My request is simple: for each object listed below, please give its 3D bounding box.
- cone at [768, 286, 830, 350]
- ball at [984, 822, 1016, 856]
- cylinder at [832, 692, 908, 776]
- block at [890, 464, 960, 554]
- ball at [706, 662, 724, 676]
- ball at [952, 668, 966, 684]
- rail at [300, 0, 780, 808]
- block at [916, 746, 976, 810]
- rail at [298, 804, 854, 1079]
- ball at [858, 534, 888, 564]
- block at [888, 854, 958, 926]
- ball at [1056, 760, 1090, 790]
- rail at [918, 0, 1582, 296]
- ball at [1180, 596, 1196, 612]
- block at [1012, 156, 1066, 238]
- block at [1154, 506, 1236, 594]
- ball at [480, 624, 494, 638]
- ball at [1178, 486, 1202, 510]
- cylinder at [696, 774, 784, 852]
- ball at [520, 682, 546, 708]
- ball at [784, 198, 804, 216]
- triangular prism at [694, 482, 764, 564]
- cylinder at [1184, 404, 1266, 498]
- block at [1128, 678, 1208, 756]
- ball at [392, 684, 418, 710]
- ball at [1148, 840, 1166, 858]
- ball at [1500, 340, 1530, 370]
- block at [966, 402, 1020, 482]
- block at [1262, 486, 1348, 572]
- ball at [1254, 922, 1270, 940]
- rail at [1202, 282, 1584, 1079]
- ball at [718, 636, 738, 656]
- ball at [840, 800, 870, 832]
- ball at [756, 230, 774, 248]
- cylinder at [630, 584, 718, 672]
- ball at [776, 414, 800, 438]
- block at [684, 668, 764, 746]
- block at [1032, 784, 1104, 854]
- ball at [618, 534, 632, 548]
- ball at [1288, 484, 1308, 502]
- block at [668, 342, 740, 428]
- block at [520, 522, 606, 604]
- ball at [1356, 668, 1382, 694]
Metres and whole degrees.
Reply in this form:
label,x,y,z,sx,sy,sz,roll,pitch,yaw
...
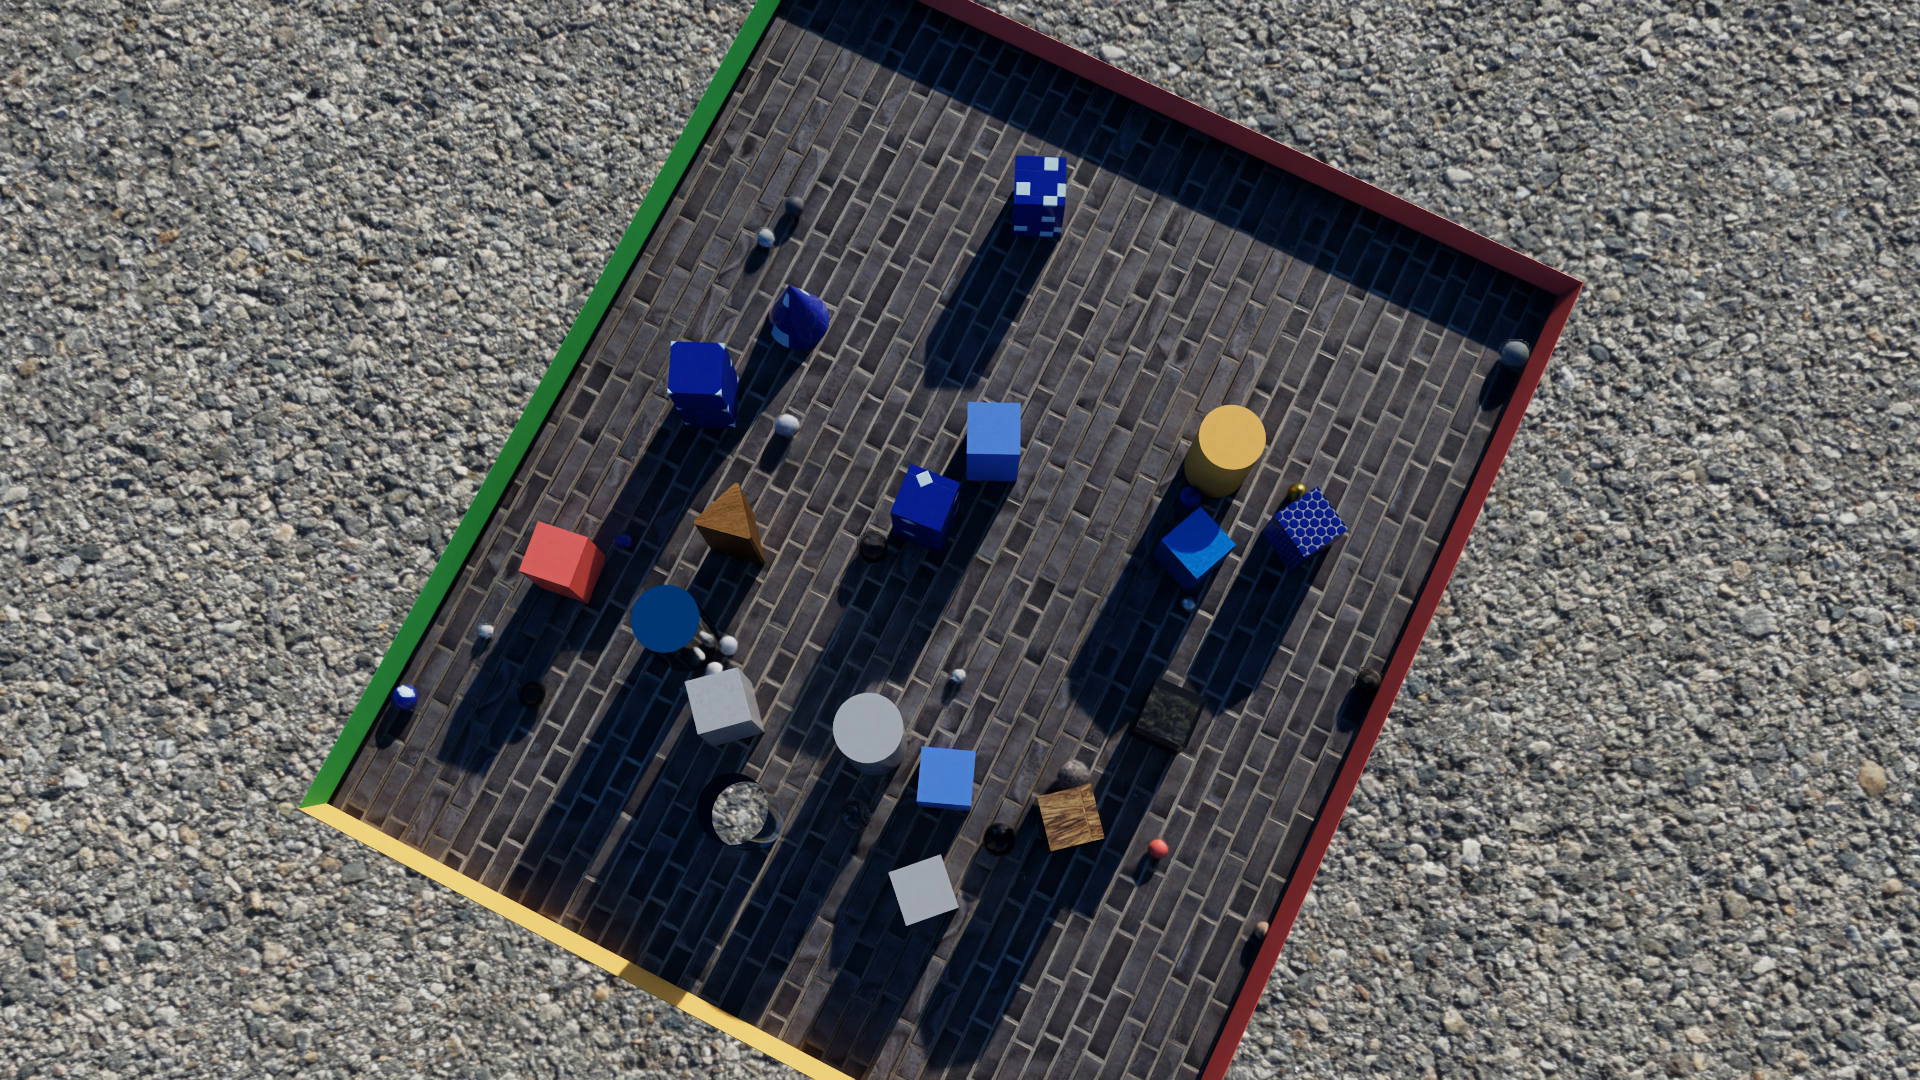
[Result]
label,x,y,z,sx,sy,sz,roll,pitch,yaw
cone,-0.508,-0.725,5.602,0.194,0.323,0.194,0,78,0
ball,0.116,0.879,5.387,0.094,0.094,0.094,0,78,0
cylinder,-0.253,0.563,5.270,0.194,0.450,0.194,0,78,0
block,-0.100,-0.088,5.461,0.155,0.340,0.155,21,79,4
ball,-0.739,0.393,5.508,0.053,0.053,0.053,0,78,0
ball,-0.004,0.409,5.509,0.046,0.046,0.046,0,78,0
rail,-1.197,-0.579,5.671,0.045,0.126,3.162,26,80,5
block,-0.039,0.698,5.342,0.155,0.254,0.155,5,78,1
rail,-0.696,1.371,5.267,2.724,0.126,0.045,26,80,5
ball,-0.262,0.026,5.565,0.091,0.091,0.091,0,78,0
block,-0.102,1.009,5.271,0.155,0.268,0.155,-19,79,-4
ball,0.334,0.699,5.422,0.097,0.097,0.097,0,78,0
rail,0.696,-1.357,5.832,2.724,0.126,0.045,26,80,5
ball,0.691,0.193,5.553,0.047,0.047,0.047,0,78,0
block,0.244,-1.065,5.699,0.155,0.270,0.155,2,78,0
block,0.699,0.031,5.488,0.155,0.240,0.155,-40,81,-8
ball,-1.431,0.276,5.538,0.043,0.043,0.043,0,78,0
ball,0.705,-0.130,5.607,0.071,0.071,0.071,0,78,0
cylinder,-0.619,0.779,5.215,0.194,0.472,0.194,0,78,0
ball,-1.278,0.463,5.482,0.076,0.076,0.076,0,78,0
ball,-0.524,-1.054,5.803,0.061,0.061,0.061,0,78,0
triangular prism,-0.659,-0.057,5.429,0.168,0.390,0.146,16,79,3
cylinder,0.789,-0.262,5.487,0.194,0.360,0.194,0,78,0
block,0.607,0.520,5.377,0.155,0.259,0.155,24,79,5
ball,-1.660,0.470,5.479,0.078,0.078,0.078,0,78,0
ball,0.582,0.911,5.399,0.056,0.056,0.056,0,78,0
ball,1.724,-0.575,5.691,0.088,0.088,0.088,0,78,0
block,0.099,-0.292,5.506,0.155,0.335,0.155,1,78,0
block,1.031,-0.029,5.500,0.155,0.240,0.155,-33,80,-6
ball,0.885,1.143,5.353,0.052,0.052,0.052,0,78,0
rail,1.197,0.593,5.428,0.045,0.126,3.162,26,80,5
ball,-0.699,0.319,5.520,0.059,0.059,0.059,0,78,0
ball,-0.309,0.815,5.401,0.091,0.091,0.091,0,78,0
ball,-0.613,-0.951,5.785,0.057,0.057,0.057,0,78,0
cylinder,-0.830,0.262,5.356,0.194,0.404,0.194,0,78,0
ball,-0.531,-0.352,5.653,0.072,0.072,0.072,0,78,0
block,-0.682,0.488,5.334,0.155,0.356,0.155,-15,79,-3
block,0.309,0.808,5.279,0.155,0.334,0.155,-13,79,-3
ball,-1.023,0.005,5.592,0.046,0.046,0.046,0,78,0
ball,1.034,-0.143,5.616,0.060,0.060,0.060,0,78,0
block,-0.769,-0.463,5.519,0.155,0.378,0.155,2,78,0
block,-1.180,0.069,5.458,0.155,0.282,0.155,18,79,4
ball,1.226,0.424,5.490,0.076,0.076,0.076,0,78,0
